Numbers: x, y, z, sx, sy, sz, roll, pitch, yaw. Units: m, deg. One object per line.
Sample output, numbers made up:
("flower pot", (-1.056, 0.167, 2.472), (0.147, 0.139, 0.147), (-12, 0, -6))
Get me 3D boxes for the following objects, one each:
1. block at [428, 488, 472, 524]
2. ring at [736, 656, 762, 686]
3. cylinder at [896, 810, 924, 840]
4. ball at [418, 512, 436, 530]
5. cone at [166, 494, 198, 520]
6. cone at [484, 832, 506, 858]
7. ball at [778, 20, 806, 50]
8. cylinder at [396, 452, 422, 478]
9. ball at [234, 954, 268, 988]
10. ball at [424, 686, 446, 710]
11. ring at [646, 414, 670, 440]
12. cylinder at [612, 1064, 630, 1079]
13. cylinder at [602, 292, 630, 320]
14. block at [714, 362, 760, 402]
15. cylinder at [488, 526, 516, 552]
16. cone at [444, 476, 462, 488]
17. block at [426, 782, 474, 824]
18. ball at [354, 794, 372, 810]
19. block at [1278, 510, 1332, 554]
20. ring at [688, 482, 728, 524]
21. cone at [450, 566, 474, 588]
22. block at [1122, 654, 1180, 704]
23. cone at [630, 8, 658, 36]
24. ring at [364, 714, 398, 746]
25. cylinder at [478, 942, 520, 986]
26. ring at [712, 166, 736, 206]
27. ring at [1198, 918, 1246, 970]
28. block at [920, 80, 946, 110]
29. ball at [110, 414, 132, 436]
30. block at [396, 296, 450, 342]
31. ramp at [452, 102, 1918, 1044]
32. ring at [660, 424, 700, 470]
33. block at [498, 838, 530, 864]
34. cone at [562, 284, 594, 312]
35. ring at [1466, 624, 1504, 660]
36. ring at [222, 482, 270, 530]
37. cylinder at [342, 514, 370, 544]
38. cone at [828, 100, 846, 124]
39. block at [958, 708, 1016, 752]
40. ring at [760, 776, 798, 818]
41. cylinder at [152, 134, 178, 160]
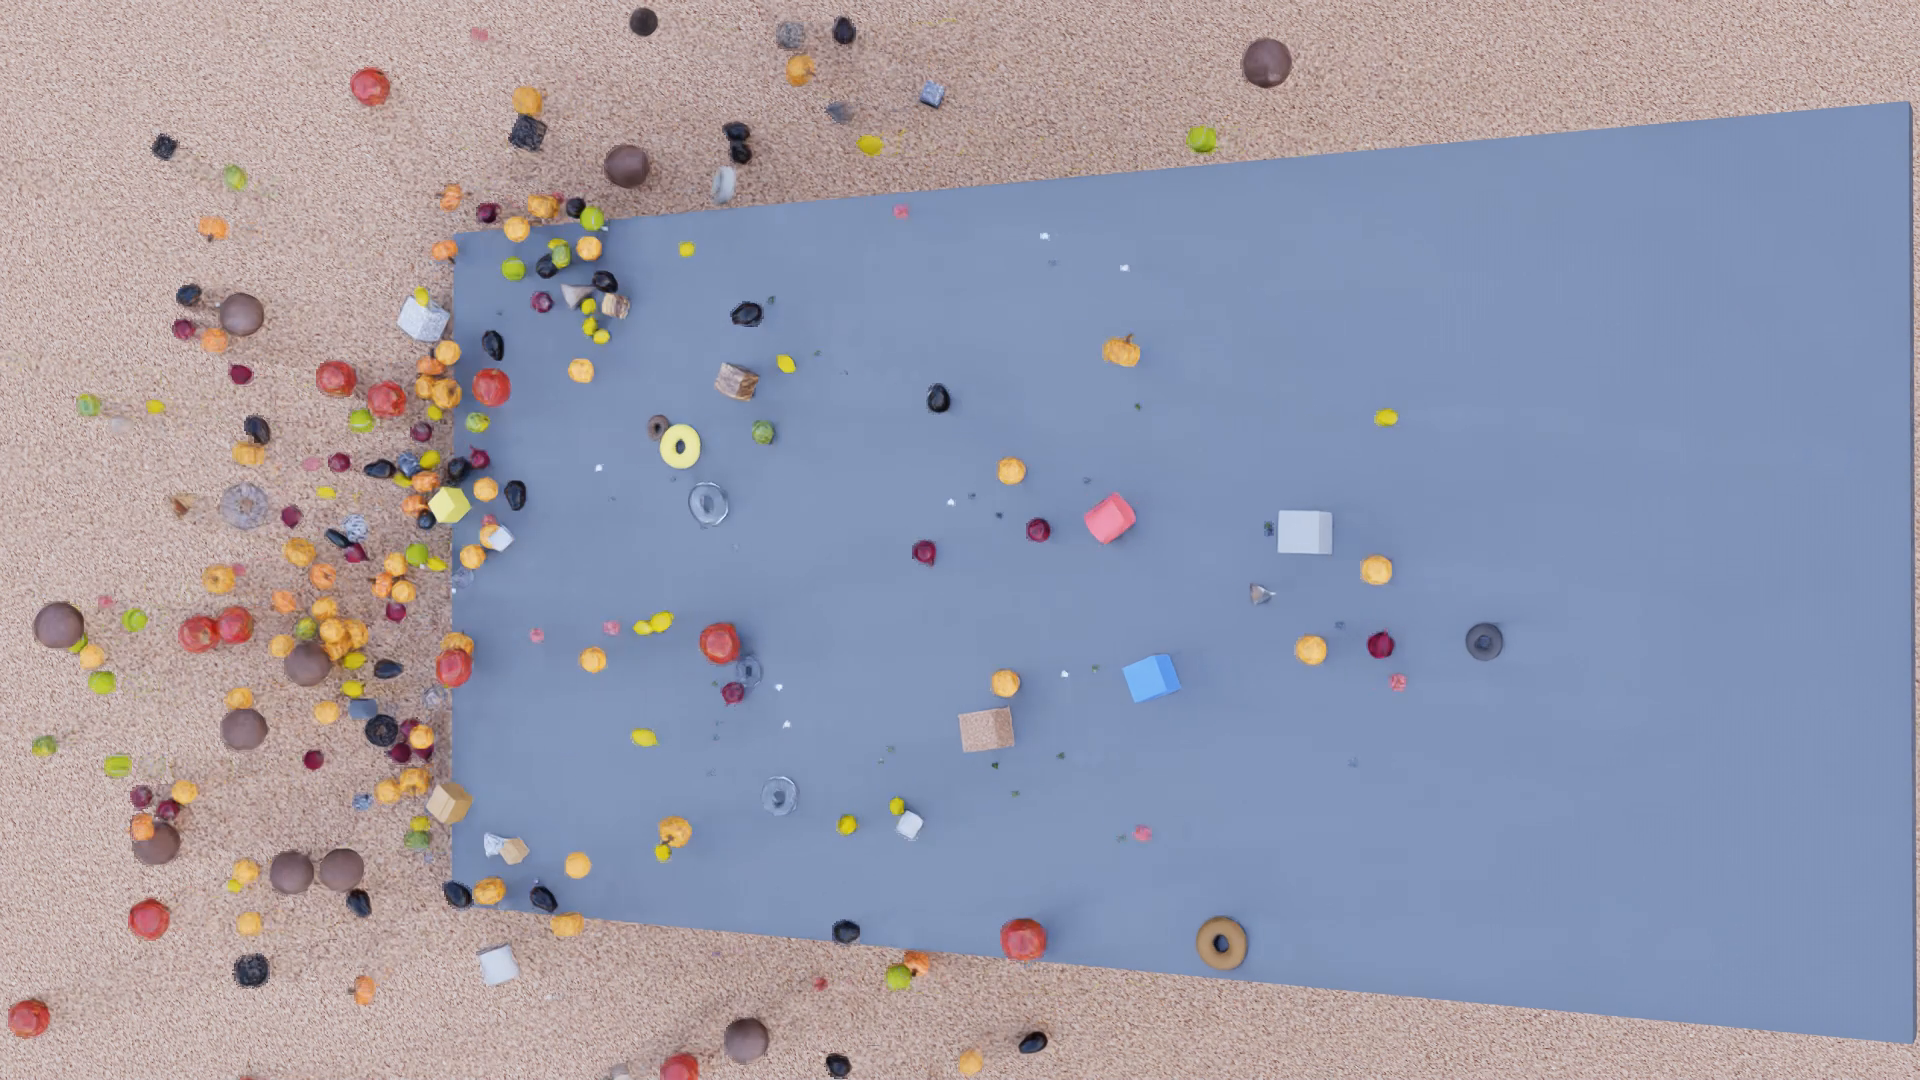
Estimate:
("block", (-1.509, -0.102, 6.507), (0.075, 0.075, 0.075), (-41, 71, 22))
("ring", (-0.579, 0.360, 6.032), (0.083, 0.028, 0.083), (-1, 89, 27))
("cylinder", (-0.132, 0.746, 5.762), (0.055, 0.055, 0.055), (32, 76, 0))
("ball", (-1.593, -0.057, 6.566), (0.054, 0.054, 0.054), (0, 89, 0))
("cone", (-2.328, -0.115, 6.615), (0.085, 0.085, 0.085), (-32, 89, -23))
("cone", (-1.342, 0.888, 6.430), (0.078, 0.078, 0.078), (-7, 89, 1))
("ball", (-0.507, -1.519, 6.612), (0.084, 0.084, 0.084), (0, 89, 0))
("cylinder", (-1.652, -0.226, 6.604), (0.055, 0.055, 0.055), (-41, 68, 0))
("ball", (-2.118, 1.288, 6.576), (0.096, 0.096, 0.096), (0, 89, 0))
("ball", (-1.559, 0.469, 6.534), (0.066, 0.066, 0.066), (0, 89, 0))
("ring", (-0.848, -0.316, 6.184), (0.075, 0.025, 0.075), (-1, 88, 29))
("cylinder", (-1.013, 1.605, 6.580), (0.052, 0.052, 0.052), (-5, 113, -13))
("cylinder", (-0.972, -0.662, 6.211), (0.063, 0.063, 0.063), (18, 89, 3))
("block", (-0.613, -0.433, 6.030), (0.076, 0.076, 0.076), (28, 103, 25))
("cylinder", (-1.324, -0.004, 6.353), (0.054, 0.054, 0.054), (-40, 90, 3))
("cone", (-1.503, -0.167, 6.534), (0.051, 0.051, 0.051), (-3, 89, 1))
("block", (-1.505, 0.776, 6.492), (0.082, 0.082, 0.082), (38, 106, 23))
("ball", (-1.793, 0.785, 6.605), (0.050, 0.050, 0.050), (0, 89, 0))
("block", (0.824, -0.018, 5.244), (0.100, 0.100, 0.100), (2, 90, 28))
("ring", (-0.696, -0.101, 6.081), (0.123, 0.041, 0.123), (8, 108, 26))
("cone", (-1.486, 0.111, 6.496), (0.068, 0.068, 0.068), (0, 89, 28))
("block", (0.474, 0.342, 5.432), (0.091, 0.091, 0.091), (-25, 78, 26))
("cone", (-0.957, -1.567, 6.611), (0.086, 0.086, 0.086), (0, 89, 0))
("ring", (-1.741, 0.573, 6.616), (0.098, 0.033, 0.098), (0, 91, 1))
("cylinder", (-1.377, 1.266, 6.566), (0.097, 0.097, 0.097), (-20, 88, 0))
("ring", (-0.692, -1.040, 6.455), (0.039, 0.117, 0.117), (11, 89, -27))
("ring", (0.638, 0.985, 5.365), (0.130, 0.043, 0.130), (0, 91, 29))
("block", (-0.082, -1.341, 6.623), (0.058, 0.058, 0.058), (23, 89, 0))
("ball", (-2.522, -0.346, 6.610), (0.062, 0.062, 0.062), (0, 89, 0))
("block", (-1.599, -0.659, 6.553), (0.093, 0.093, 0.093), (38, 107, 25))
("ramp", (0.276, 0.077, 5.649), (4.000, 0.100, 2.000), (0, 89, 28))
("ring", (-0.780, -0.260, 6.138), (0.127, 0.042, 0.127), (0, 91, 27))
("block", (-1.296, 0.905, 6.396), (0.052, 0.052, 0.052), (47, 110, 20))
("cone", (-1.087, -0.709, 6.308), (0.087, 0.087, 0.087), (-20, 89, 0))
("ring", (1.210, 0.235, 5.075), (0.087, 0.029, 0.087), (0, 91, 28))
("ring", (-2.150, -0.101, 6.616), (0.143, 0.048, 0.143), (0, 89, -1))
("cylinder", (-1.811, -0.033, 6.595), (0.062, 0.062, 0.062), (-25, 73, 0))
("cone", (-0.357, -1.281, 6.632), (0.067, 0.067, 0.067), (-25, 110, 0))
("block", (0.069, 0.487, 5.643), (0.099, 0.099, 0.099), (-11, 85, 28))
("ring", (-0.492, 0.697, 5.976), (0.113, 0.038, 0.113), (0, 91, 28))
("cylinder", (-2.393, -1.182, 6.618), (0.053, 0.053, 0.053), (37, 92, 0))
